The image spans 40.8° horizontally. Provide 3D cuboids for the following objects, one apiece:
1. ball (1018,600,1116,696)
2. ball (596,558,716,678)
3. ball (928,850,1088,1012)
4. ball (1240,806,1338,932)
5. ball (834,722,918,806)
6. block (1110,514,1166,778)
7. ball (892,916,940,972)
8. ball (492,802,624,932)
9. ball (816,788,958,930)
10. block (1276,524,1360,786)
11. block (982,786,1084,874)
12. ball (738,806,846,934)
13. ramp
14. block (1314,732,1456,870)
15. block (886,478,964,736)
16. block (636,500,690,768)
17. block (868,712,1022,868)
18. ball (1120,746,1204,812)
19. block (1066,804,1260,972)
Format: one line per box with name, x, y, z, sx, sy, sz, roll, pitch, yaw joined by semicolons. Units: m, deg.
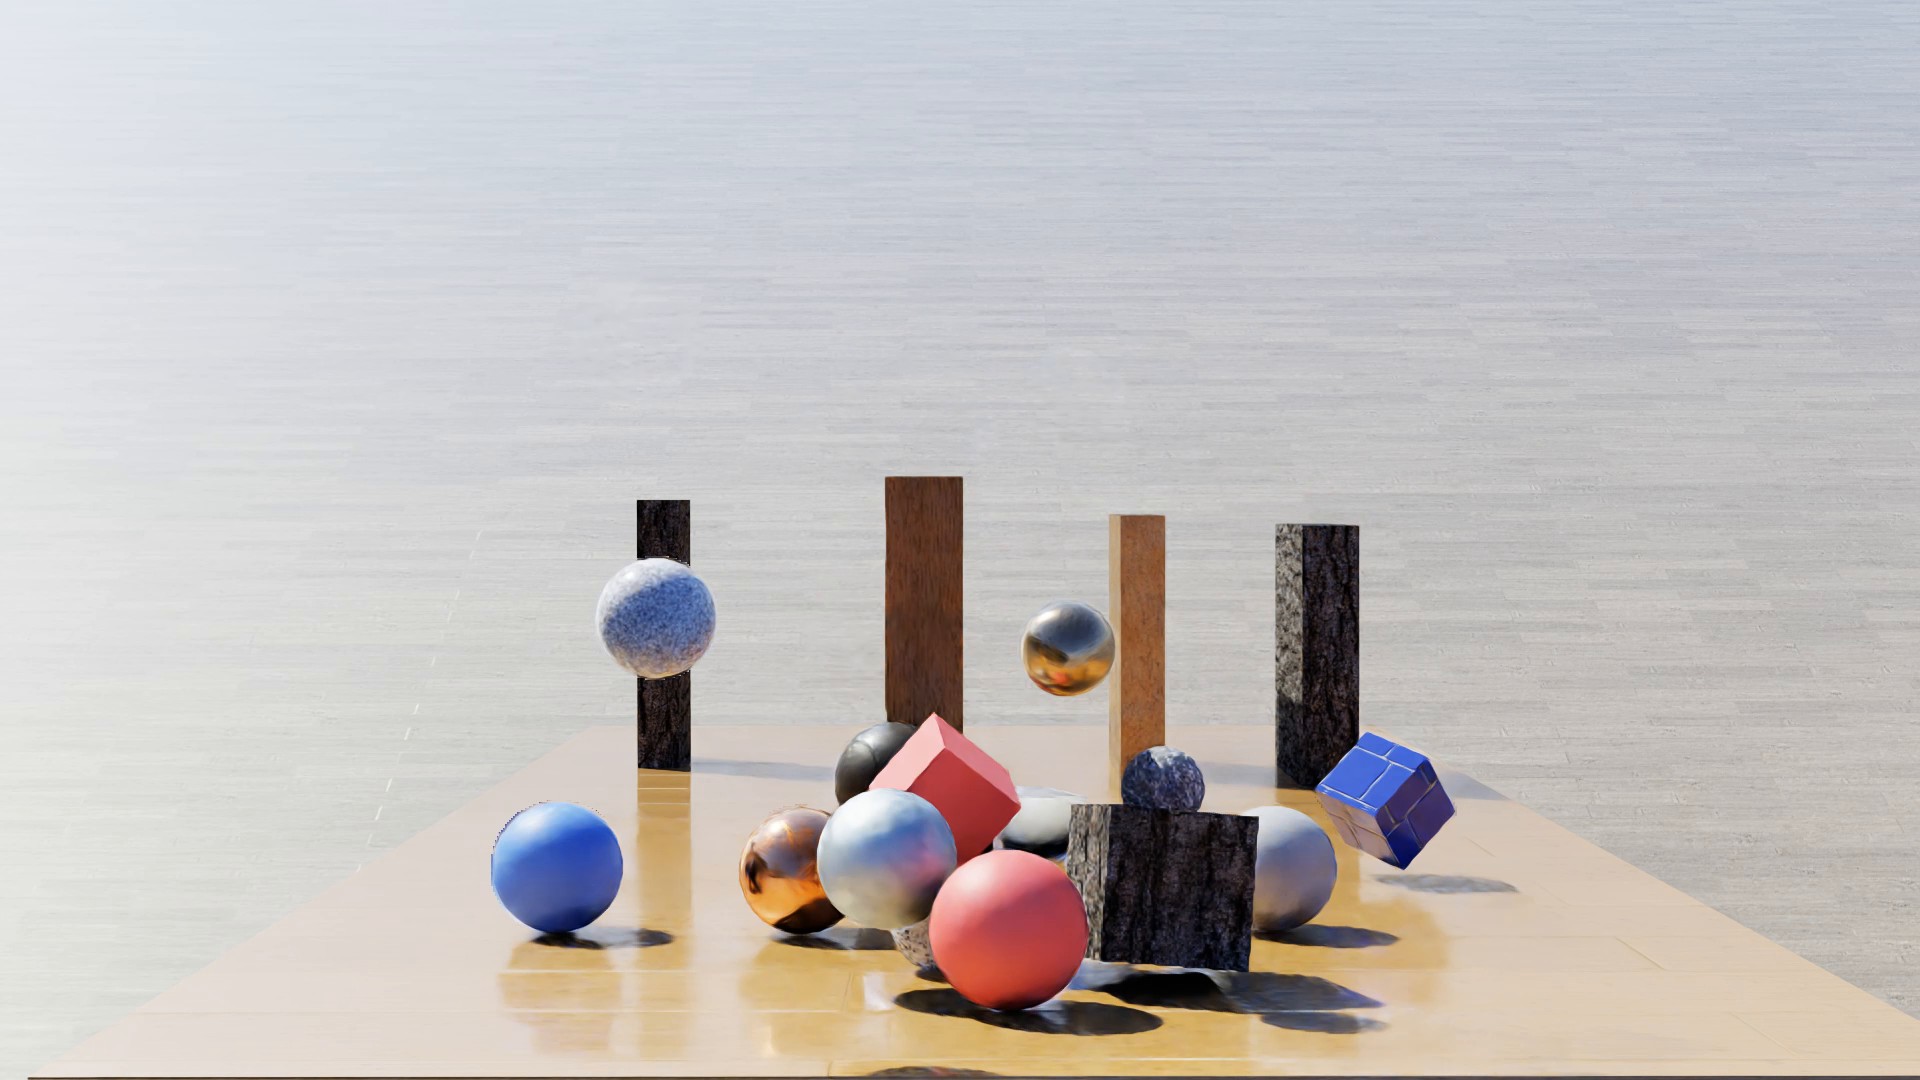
ball;0.127;0.127;3.043;0.114;0.114;0.114;0;27;0
ball;-0.326;0.084;2.773;0.129;0.129;0.129;0;27;0
ball;0.055;0.442;2.929;0.181;0.181;0.181;0;27;0
ball;0.421;0.440;3.463;0.168;0.168;0.168;0;27;0
ball;-0.110;0.404;4.315;0.199;0.199;0.199;0;27;0
block;0.380;0.218;5.560;0.094;0.544;0.391;0;1;0
ball;-0.024;0.468;3.164;0.123;0.123;0.123;0;27;0
ball;-0.538;0.438;3.456;0.173;0.173;0.173;0;27;0
ball;-0.086;0.375;3.038;0.165;0.165;0.165;0;27;0
block;0.745;0.230;5.406;0.115;0.525;0.440;0;1;0
block;0.086;0.446;3.810;0.146;0.146;0.146;0;1;-23
ball;-0.210;0.440;3.442;0.169;0.169;0.169;0;27;0
ramp;0.062;0.556;4.593;2.000;0.100;4.000;0;1;0
block;0.649;0.398;3.944;0.128;0.128;0.128;-45;36;-18
block;-0.061;0.198;4.591;0.132;0.616;0.360;0;1;0
block;-0.650;0.200;5.677;0.090;0.578;0.246;0;1;0
block;-0.020;0.323;3.246;0.128;0.128;0.128;39;8;-15
ball;0.354;0.434;4.514;0.146;0.146;0.146;0;27;0
block;0.237;0.415;3.098;0.181;0.181;0.181;6;-7;-12
